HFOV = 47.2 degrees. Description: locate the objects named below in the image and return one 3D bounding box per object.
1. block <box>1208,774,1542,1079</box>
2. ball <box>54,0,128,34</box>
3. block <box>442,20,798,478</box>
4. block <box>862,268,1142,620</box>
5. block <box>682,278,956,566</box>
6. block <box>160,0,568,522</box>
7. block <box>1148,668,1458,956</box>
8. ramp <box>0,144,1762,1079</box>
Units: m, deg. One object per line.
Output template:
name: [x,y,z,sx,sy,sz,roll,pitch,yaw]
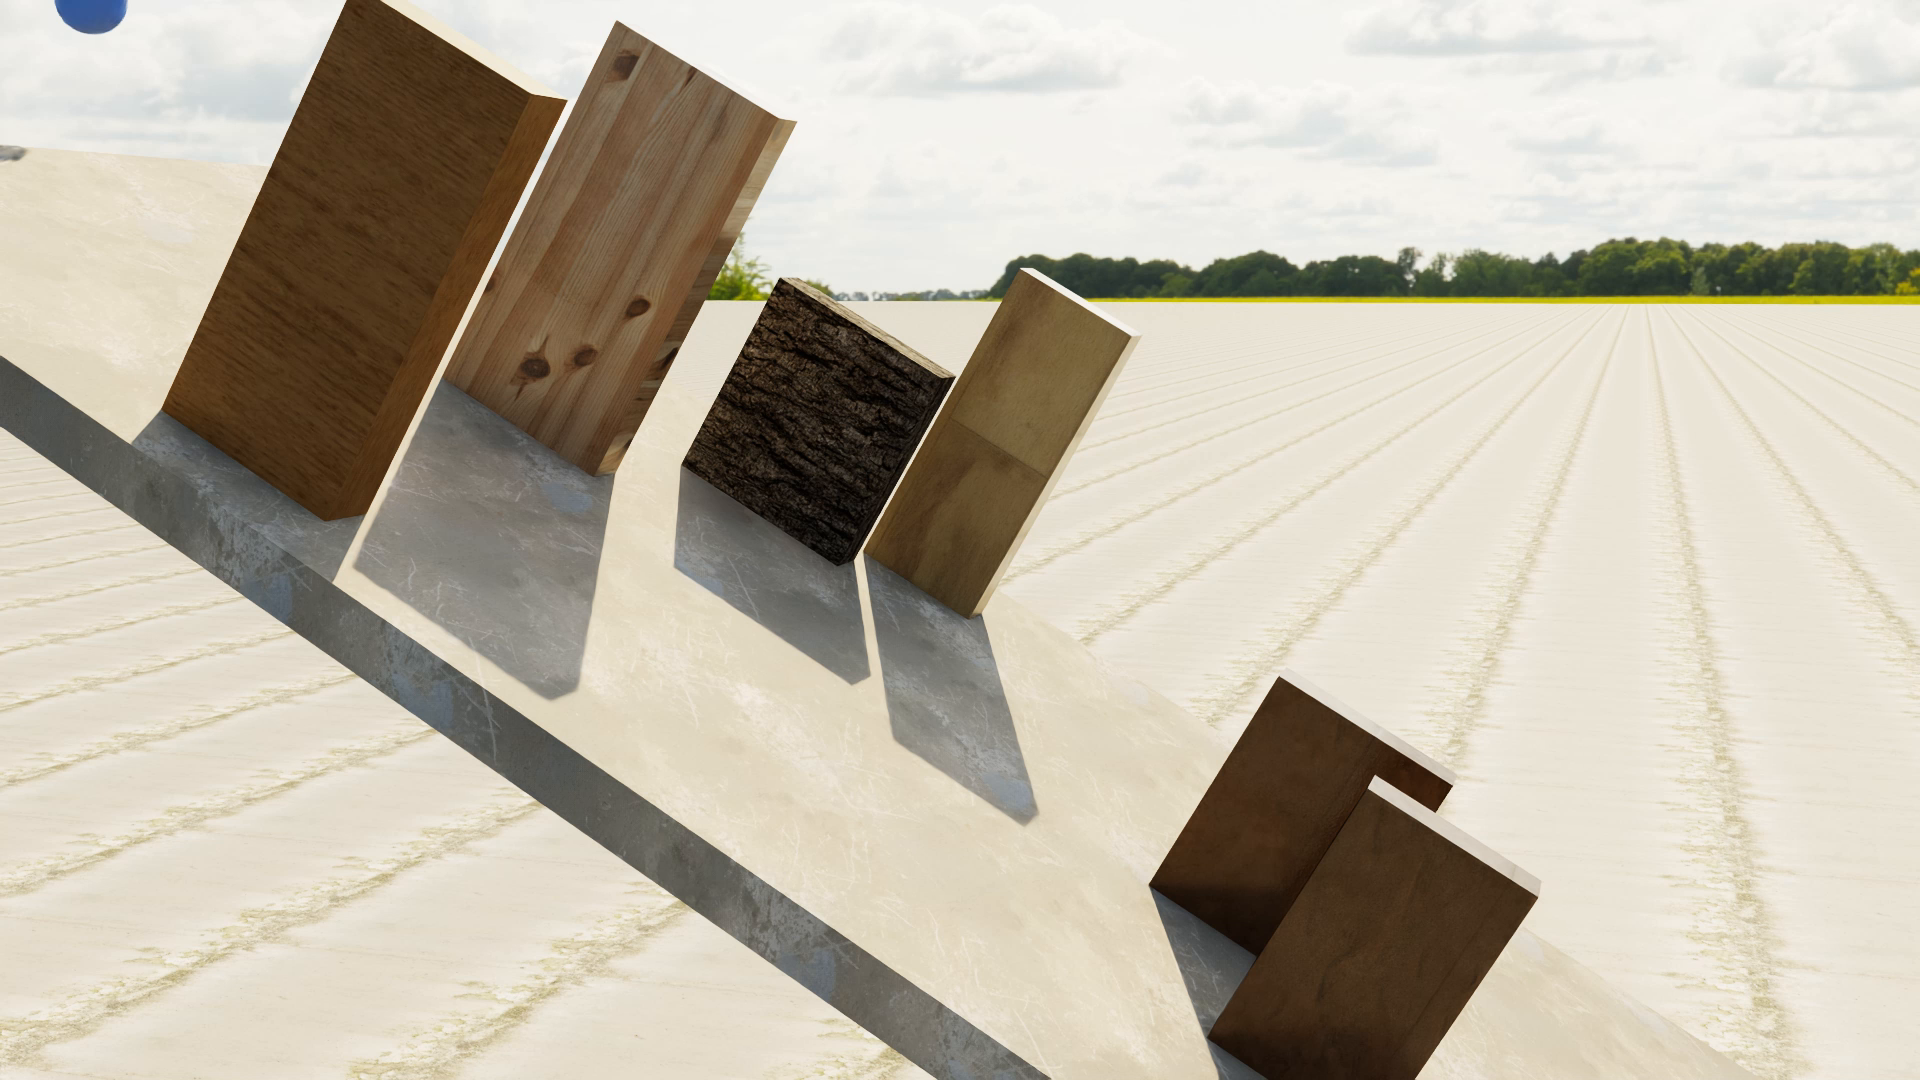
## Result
block: [0.632,0.645,3.375,0.293,0.477,0.094,33,15,11]
ball: [-1.798,-1.118,4.551,0.143,0.143,0.143,0,7,0]
block: [-0.674,-0.564,4.310,0.383,0.795,0.097,33,15,11]
block: [0.087,-0.205,4.733,0.280,0.709,0.102,33,15,11]
block: [-0.301,-0.252,4.646,0.409,0.459,0.104,33,15,11]
block: [-0.944,-0.444,3.463,0.343,0.756,0.119,33,15,11]
block: [0.594,0.506,3.831,0.344,0.447,0.088,33,15,11]
ramp: [-0.183,0.301,4.127,4.000,0.100,2.000,33,15,11]
